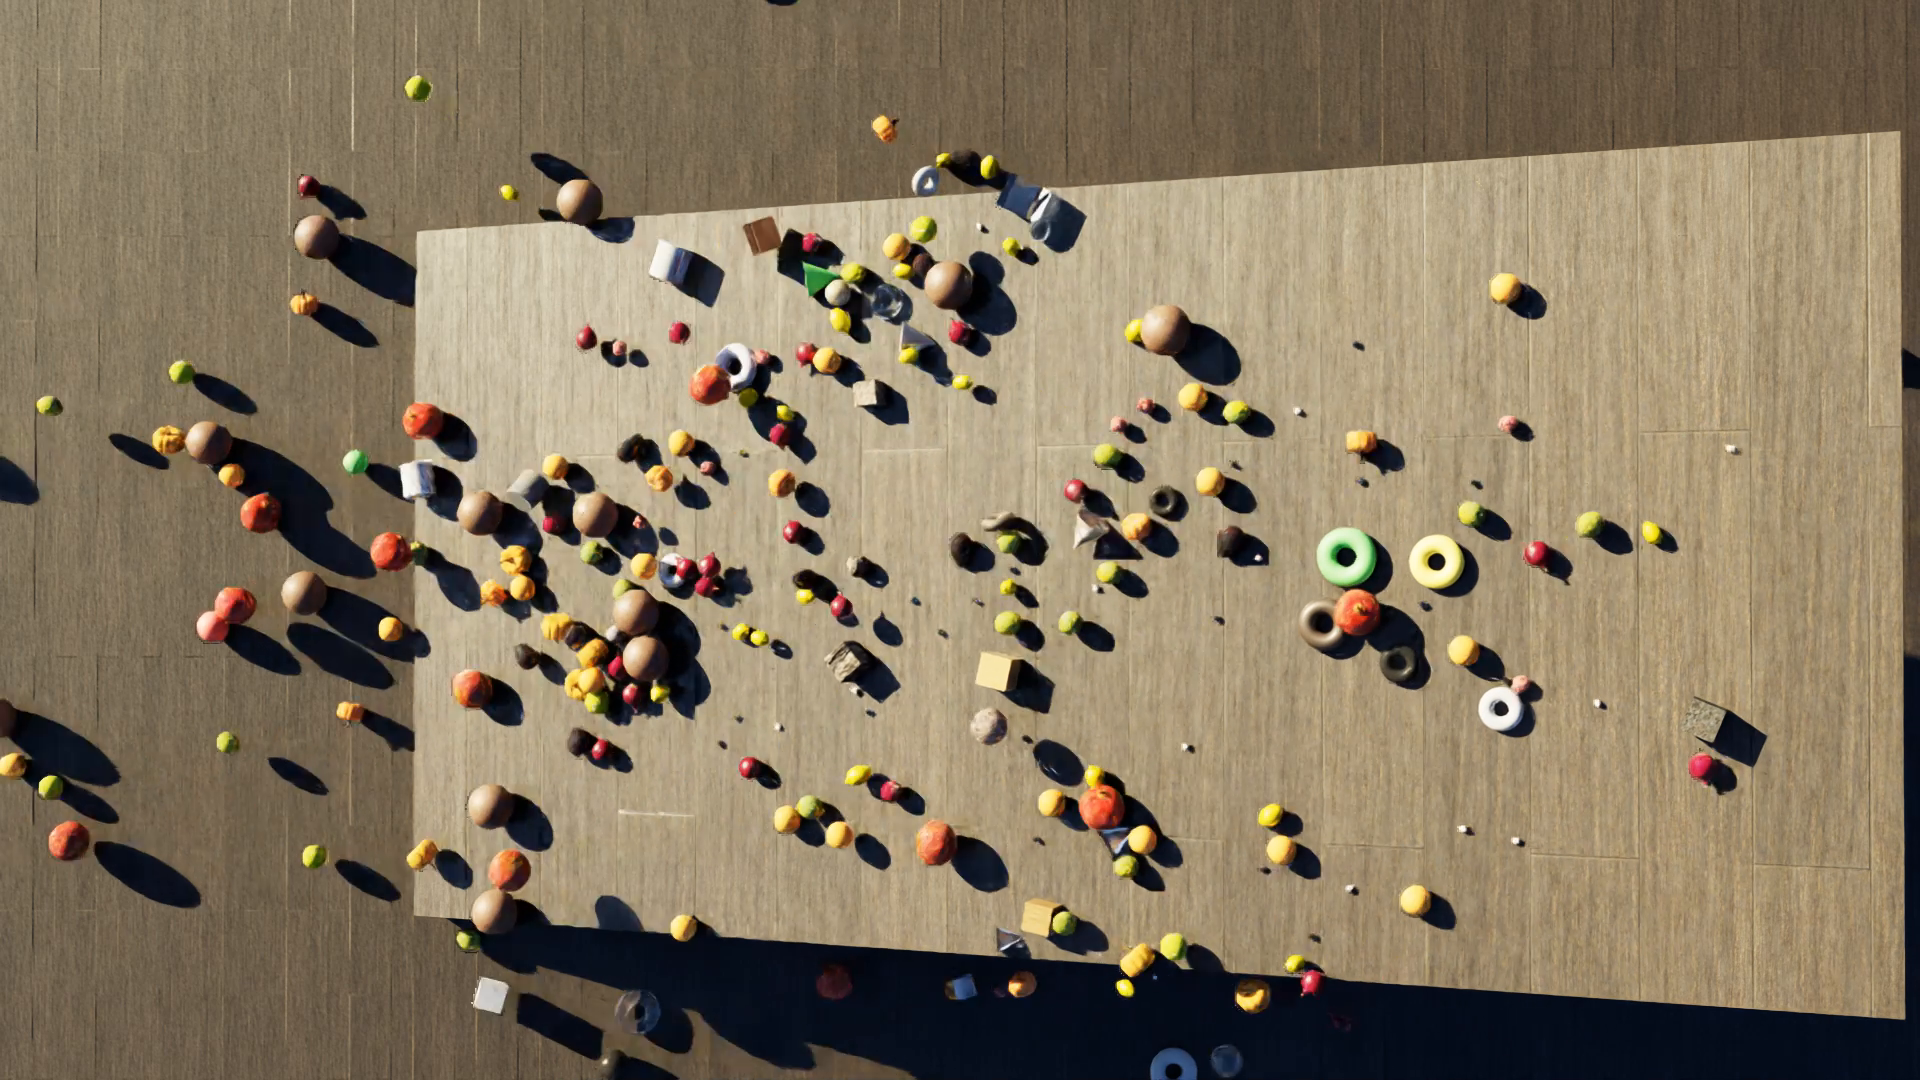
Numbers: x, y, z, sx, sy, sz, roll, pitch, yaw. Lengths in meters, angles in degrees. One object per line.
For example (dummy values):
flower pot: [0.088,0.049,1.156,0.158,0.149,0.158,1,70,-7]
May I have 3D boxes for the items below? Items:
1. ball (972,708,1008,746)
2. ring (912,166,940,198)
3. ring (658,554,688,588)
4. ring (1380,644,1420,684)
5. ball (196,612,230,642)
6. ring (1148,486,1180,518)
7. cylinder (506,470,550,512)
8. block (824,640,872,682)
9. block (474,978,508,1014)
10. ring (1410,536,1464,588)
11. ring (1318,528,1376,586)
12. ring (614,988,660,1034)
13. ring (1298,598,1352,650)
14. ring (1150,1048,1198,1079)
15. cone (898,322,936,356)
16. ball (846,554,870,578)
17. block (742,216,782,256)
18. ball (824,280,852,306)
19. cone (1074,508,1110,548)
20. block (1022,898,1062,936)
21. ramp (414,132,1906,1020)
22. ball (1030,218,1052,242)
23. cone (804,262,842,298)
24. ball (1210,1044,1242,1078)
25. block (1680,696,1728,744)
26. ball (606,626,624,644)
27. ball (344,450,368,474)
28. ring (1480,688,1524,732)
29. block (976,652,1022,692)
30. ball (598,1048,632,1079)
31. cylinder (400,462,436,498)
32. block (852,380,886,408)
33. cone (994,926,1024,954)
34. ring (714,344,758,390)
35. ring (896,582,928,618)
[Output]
ball: [0.076,0.477,5.619,0.094,0.094,0.094,0,89,0]
ring: [-0.097,-1.025,6.301,0.093,0.093,0.031,-51,47,-1]
ring: [-0.795,0.085,6.094,0.096,0.032,0.096,-2,86,26]
ring: [1.070,0.300,5.349,0.098,0.033,0.098,0,90,21]
ball: [-2.199,0.256,6.475,0.092,0.092,0.092,0,89,0]
ring: [0.518,-0.098,5.577,0.081,0.027,0.081,0,90,21]
cylinder: [-1.221,-0.139,6.216,0.087,0.087,0.087,34,60,0]
block: [-0.300,0.324,5.869,0.079,0.079,0.079,-43,75,16]
block: [-1.373,1.332,6.435,0.079,0.079,0.079,16,84,-12]
ring: [1.153,0.053,5.314,0.131,0.044,0.131,0,90,21]
ring: [0.948,0.041,5.392,0.147,0.049,0.147,0,90,21]
ring: [-0.950,1.390,6.477,0.134,0.045,0.134,1,86,-9]
ring: [0.898,0.207,5.412,0.132,0.044,0.132,0,89,18]
ring: [0.630,1.567,6.482,0.140,0.047,0.140,0,88,-1]
cone: [-0.108,-0.526,5.823,0.097,0.097,0.097,7,89,-5]
ball: [-0.273,0.069,5.872,0.061,0.061,0.061,0,89,0]
block: [-0.532,-0.819,5.935,0.085,0.085,0.085,-19,96,-3]
ball: [-0.327,-0.662,5.897,0.072,0.072,0.072,0,89,0]
cone: [0.316,-0.012,5.620,0.096,0.096,0.096,34,115,0]
block: [0.210,0.971,5.661,0.074,0.074,0.074,11,93,21]
ramp: [0.283,0.087,5.737,4.000,0.100,2.000,0,89,22]
ball: [0.209,-0.803,5.692,0.058,0.058,0.058,0,89,0]
cone: [-0.367,-0.708,5.928,0.097,0.097,0.097,-8,89,-5]
ball: [0.760,1.487,6.273,0.092,0.092,0.092,0,89,0]
block: [1.713,0.413,5.066,0.079,0.079,0.079,23,98,20]
ball: [-0.965,0.265,6.150,0.051,0.051,0.051,0,89,0]
ball: [-1.781,-0.228,6.484,0.072,0.072,0.072,0,89,0]
ring: [1.295,0.405,5.257,0.106,0.035,0.106,0,90,21]
block: [0.101,0.340,5.707,0.083,0.083,0.083,13,94,21]
ball: [-1.014,1.544,6.456,0.097,0.097,0.097,0,89,0]
cylinder: [-1.569,-0.174,6.370,0.094,0.094,0.094,-9,85,0]
block: [-0.243,-0.389,5.864,0.064,0.064,0.064,-7,87,21]
cone: [0.129,1.035,5.714,0.072,0.072,0.072,-4,89,-5]
ring: [-0.615,-0.473,6.025,0.130,0.043,0.130,0,90,23]
ring: [-0.123,0.158,5.843,0.095,0.032,0.095,0,91,1]
